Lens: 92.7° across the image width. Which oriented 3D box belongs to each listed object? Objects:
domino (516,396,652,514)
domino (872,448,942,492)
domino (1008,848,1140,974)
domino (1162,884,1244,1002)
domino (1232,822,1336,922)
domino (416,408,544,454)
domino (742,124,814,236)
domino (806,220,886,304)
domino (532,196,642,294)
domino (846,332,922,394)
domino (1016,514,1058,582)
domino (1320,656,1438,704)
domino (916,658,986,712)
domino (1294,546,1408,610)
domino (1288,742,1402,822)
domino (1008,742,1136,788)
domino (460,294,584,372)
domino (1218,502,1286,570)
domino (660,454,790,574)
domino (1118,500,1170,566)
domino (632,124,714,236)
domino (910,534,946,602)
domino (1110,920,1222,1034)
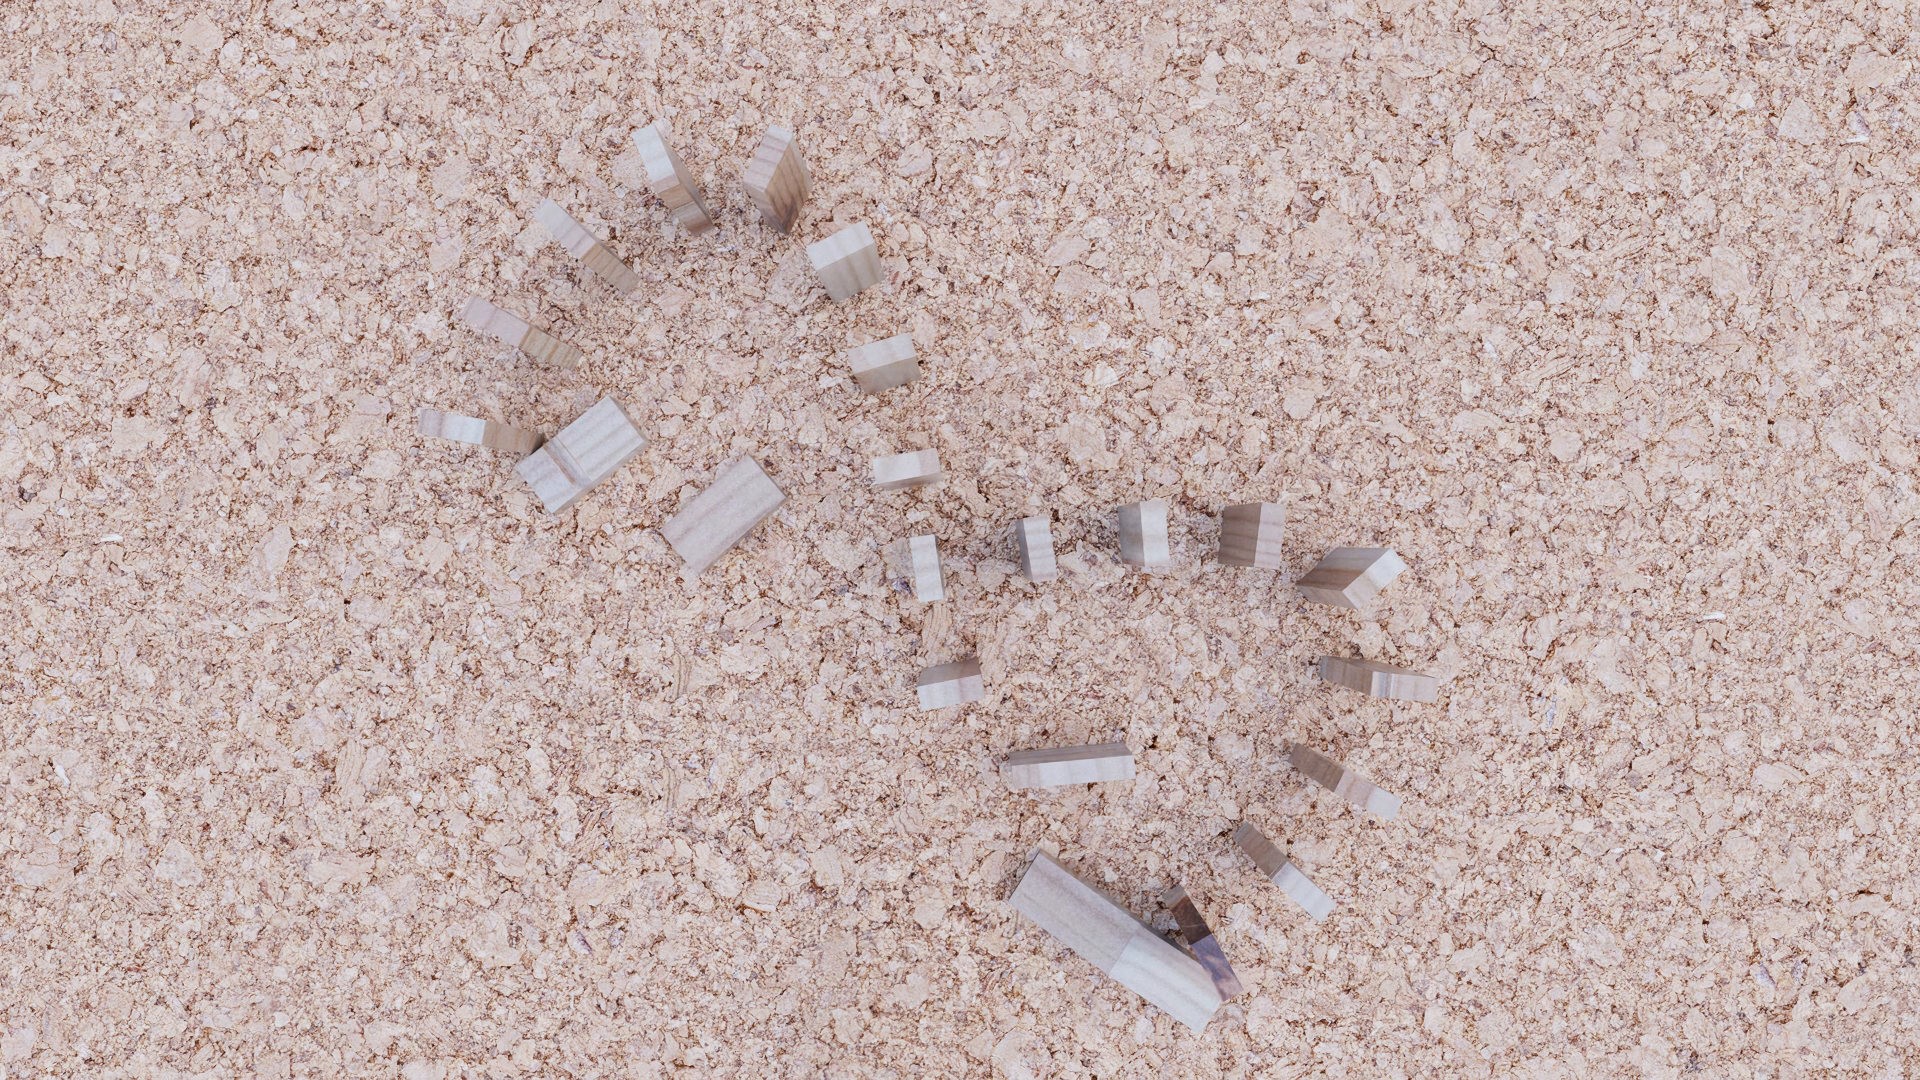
[{"bbox_3d":[-0.162,-0.037,0.395,0.050,0.009,0.025,-38,90,0],"label":"domino"},{"bbox_3d":[-0.020,-0.028,0.375,0.025,0.050,0.009,-11,90,0],"label":"domino"},{"bbox_3d":[0.048,0.158,0.391,0.050,0.010,0.025,32,90,11],"label":"domino"},{"bbox_3d":[0.098,0.163,0.375,0.010,0.050,0.025,-29,90,0],"label":"domino"},{"bbox_3d":[0.131,0.135,0.375,0.025,0.050,0.010,41,90,0],"label":"domino"},{"bbox_3d":[-0.194,-0.043,0.375,0.025,0.050,0.010,10,90,0],"label":"domino"},{"bbox_3d":[-0.074,-0.146,0.375,0.010,0.050,0.025,27,90,0],"label":"domino"},{"bbox_3d":[-0.046,-0.113,0.375,0.025,0.050,0.009,-26,90,0],"label":"domino"},{"bbox_3d":[-0.151,-0.119,0.375,0.025,0.050,0.009,44,90,0],"label":"domino"},{"bbox_3d":[-0.030,-0.071,0.375,0.025,0.050,0.009,-16,90,0],"label":"domino"},{"bbox_3d":[0.031,0.003,0.375,0.009,0.050,0.025,-10,90,0],"label":"domino"},{"bbox_3d":[0.170,0.056,0.375,0.025,0.050,0.009,6,90,0],"label":"domino"},{"bbox_3d":[-0.003,0.058,0.375,0.025,0.050,0.009,-11,90,0],"label":"domino"},{"bbox_3d":[0.159,0.015,0.375,0.025,0.050,0.010,-42,90,0],"label":"domino"},{"bbox_3d":[0.156,0.098,0.375,0.025,0.050,0.009,27,90,0],"label":"domino"},{"bbox_3d":[0.047,0.095,0.388,0.050,0.025,0.010,-5,90,0],"label":"domino"},{"bbox_3d":[-0.178,-0.084,0.375,0.025,0.050,0.009,30,90,0],"label":"domino"},{"bbox_3d":[0.119,-0.002,0.375,0.010,0.050,0.025,7,90,0],"label":"domino"},{"bbox_3d":[-0.101,-0.011,0.395,0.050,0.009,0.025,-41,90,0],"label":"domino"},{"bbox_3d":[0.074,-0.003,0.375,0.010,0.050,0.025,-5,90,0],"label":"domino"},{"bbox_3d":[-0.116,-0.146,0.375,0.009,0.050,0.025,-24,90,0],"label":"domino"},{"bbox_3d":[-0.013,0.011,0.375,0.009,0.050,0.025,-8,90,0],"label":"domino"},{"bbox_3d":[0.088,0.187,0.395,0.050,0.010,0.025,33,90,0],"label":"domino"}]
